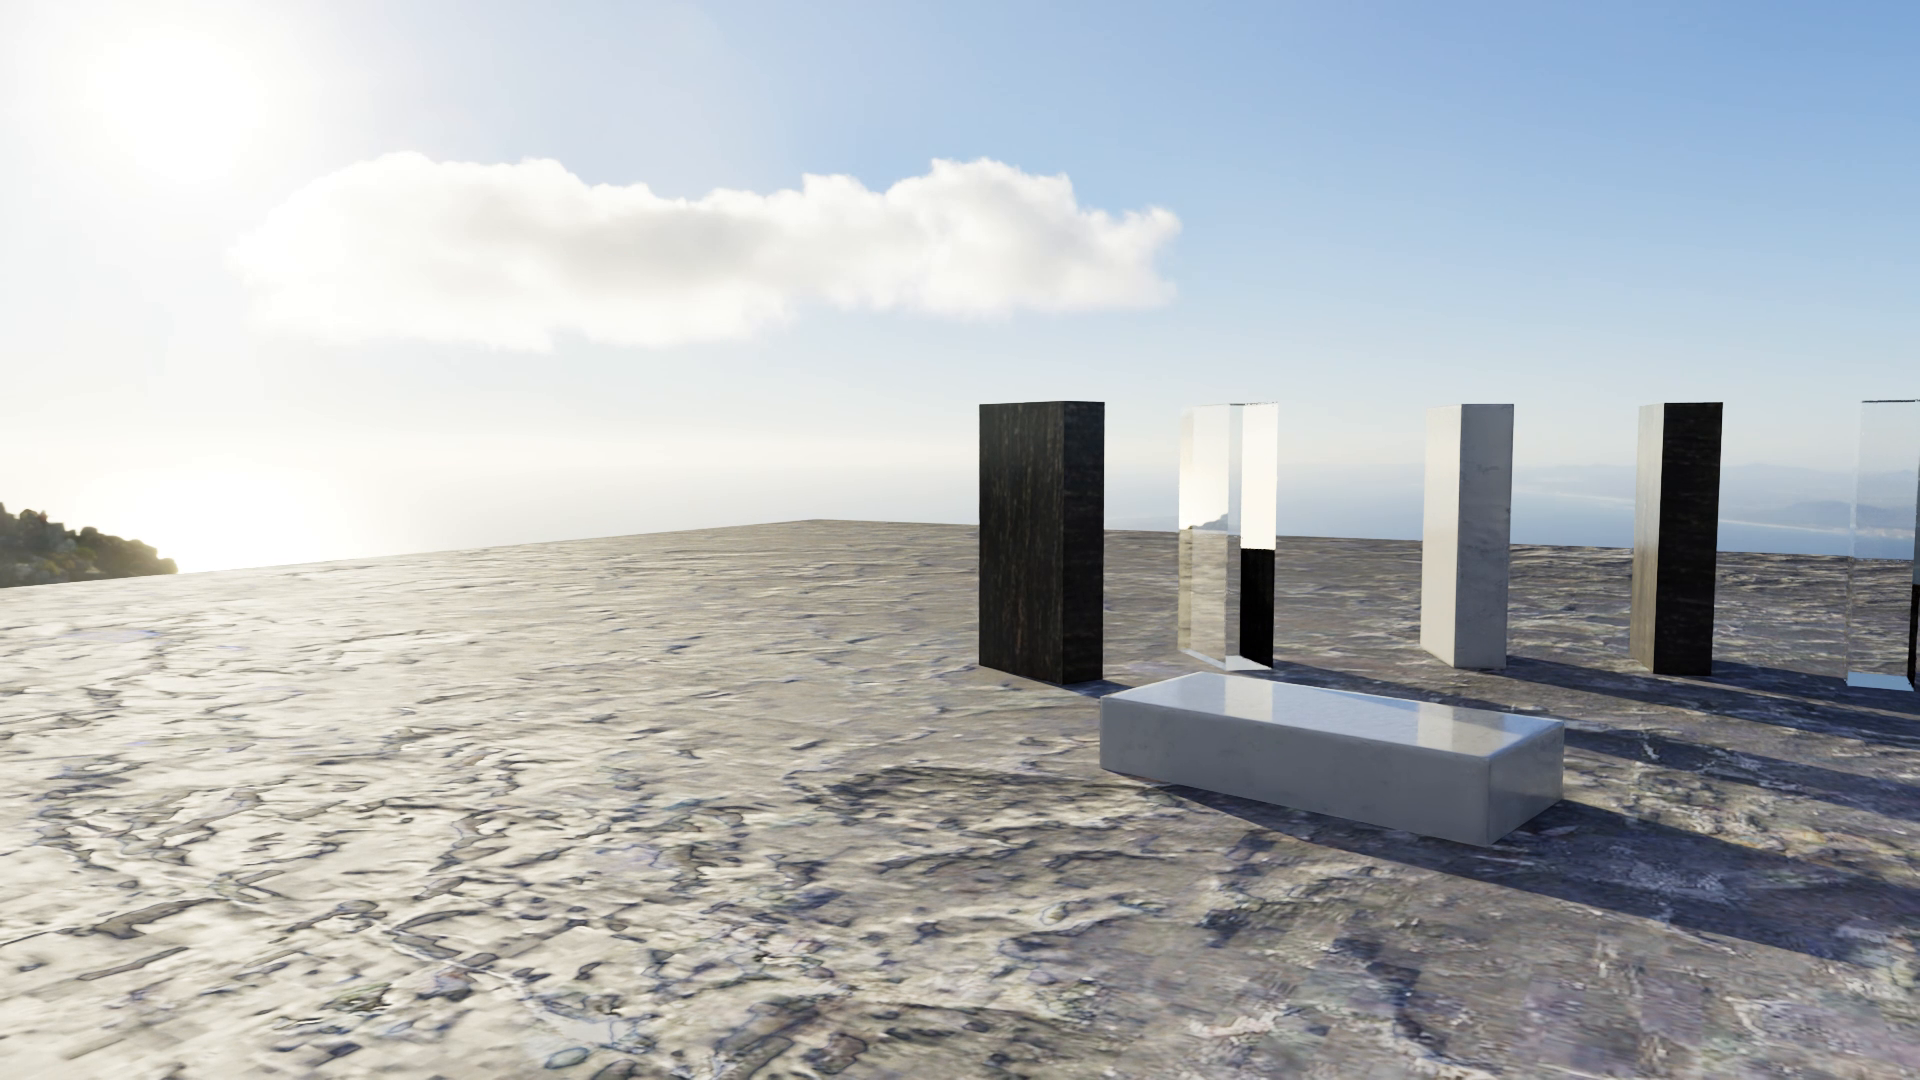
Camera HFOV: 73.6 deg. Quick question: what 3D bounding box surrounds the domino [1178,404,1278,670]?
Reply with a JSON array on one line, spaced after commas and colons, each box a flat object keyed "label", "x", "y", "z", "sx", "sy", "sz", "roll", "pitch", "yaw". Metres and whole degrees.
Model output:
[{"label": "domino", "x": 0.052, "y": -0.001, "z": 0.252, "sx": 0.009, "sy": 0.050, "sz": 0.025, "roll": -1, "pitch": 4, "yaw": -11}]

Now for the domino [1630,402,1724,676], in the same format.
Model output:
[{"label": "domino", "x": 0.137, "y": -0.001, "z": 0.246, "sx": 0.009, "sy": 0.050, "sz": 0.025, "roll": 1, "pitch": 5, "yaw": 18}]

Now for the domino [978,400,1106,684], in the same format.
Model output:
[{"label": "domino", "x": 0.015, "y": 0.000, "z": 0.238, "sx": 0.009, "sy": 0.050, "sz": 0.025, "roll": -3, "pitch": 5, "yaw": -35}]

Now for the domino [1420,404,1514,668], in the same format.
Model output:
[{"label": "domino", "x": 0.100, "y": -0.001, "z": 0.254, "sx": 0.010, "sy": 0.050, "sz": 0.025, "roll": 0, "pitch": 4, "yaw": 6}]

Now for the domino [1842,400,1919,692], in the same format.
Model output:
[{"label": "domino", "x": 0.167, "y": 0.000, "z": 0.232, "sx": 0.010, "sy": 0.050, "sz": 0.025, "roll": 3, "pitch": 5, "yaw": 33}]

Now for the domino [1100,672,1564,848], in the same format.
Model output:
[{"label": "domino", "x": 0.045, "y": 0.026, "z": 0.161, "sx": 0.050, "sy": 0.010, "sz": 0.025, "roll": 4, "pitch": 6, "yaw": 42}]
